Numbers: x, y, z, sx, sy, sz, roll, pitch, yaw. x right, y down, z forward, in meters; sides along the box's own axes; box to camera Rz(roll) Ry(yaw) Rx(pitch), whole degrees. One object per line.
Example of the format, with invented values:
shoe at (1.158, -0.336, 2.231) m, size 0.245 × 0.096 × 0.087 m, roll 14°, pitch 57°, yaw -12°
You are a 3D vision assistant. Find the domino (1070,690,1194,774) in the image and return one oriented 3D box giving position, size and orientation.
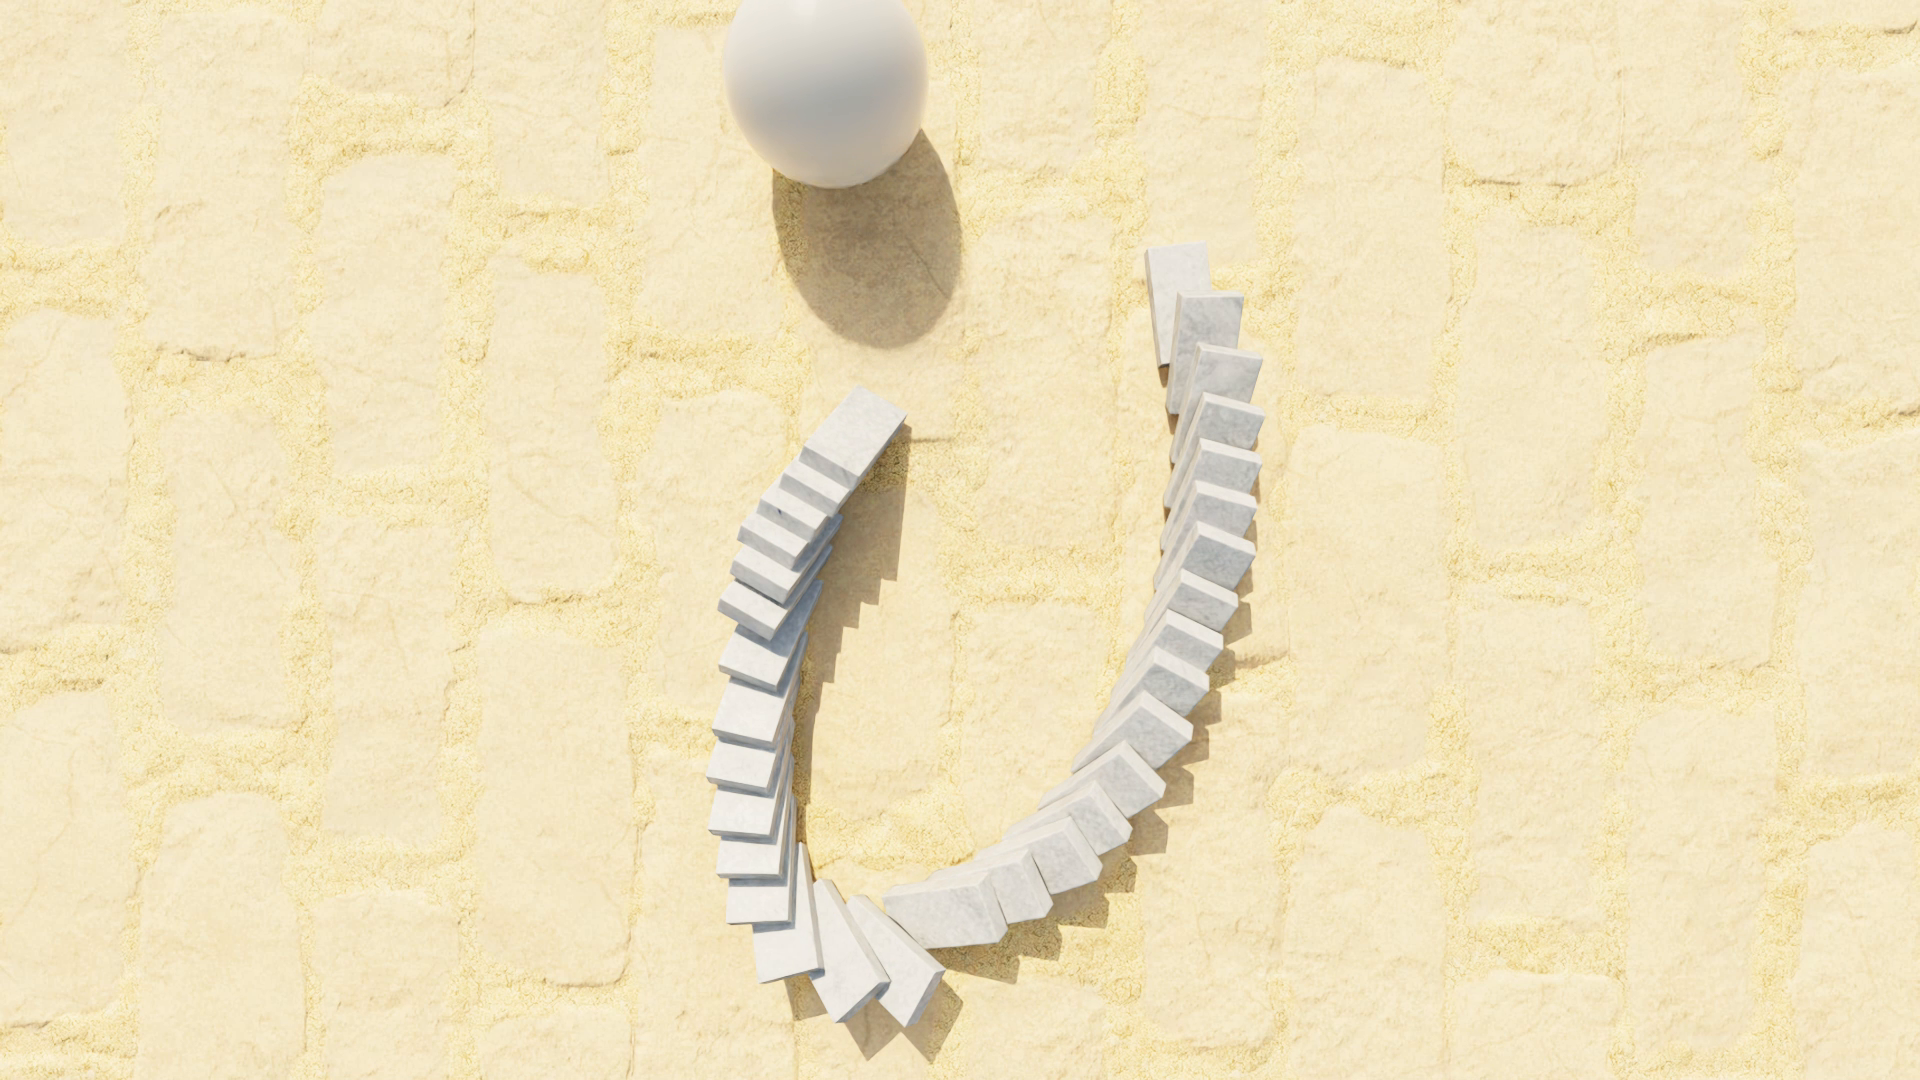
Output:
domino at (0.071, 0.087, 0.382) m, size 0.025 × 0.010 × 0.050 m, roll 35°, pitch 123°, yaw -2°

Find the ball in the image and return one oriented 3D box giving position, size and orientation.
ball at (-0.052, -0.181, 0.360) m, size 0.080 × 0.080 × 0.080 m, roll 0°, pitch 90°, yaw 0°

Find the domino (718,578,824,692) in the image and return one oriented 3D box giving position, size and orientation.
domino at (-0.079, 0.036, 0.384) m, size 0.025 × 0.009 × 0.050 m, roll 21°, pitch 61°, yaw 0°

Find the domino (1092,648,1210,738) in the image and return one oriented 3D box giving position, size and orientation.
domino at (0.079, 0.070, 0.382) m, size 0.025 × 0.009 × 0.050 m, roll 28°, pitch 124°, yaw -2°

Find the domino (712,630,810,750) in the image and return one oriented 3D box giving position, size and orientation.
domino at (-0.082, 0.060, 0.382) m, size 0.025 × 0.009 × 0.050 m, roll 12°, pitch 58°, yaw 2°

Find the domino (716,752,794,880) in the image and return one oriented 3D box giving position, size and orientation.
domino at (-0.085, 0.114, 0.383) m, size 0.025 × 0.010 × 0.050 m, roll 0°, pitch 58°, yaw 0°

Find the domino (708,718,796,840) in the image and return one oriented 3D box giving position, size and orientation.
domino at (-0.086, 0.098, 0.382) m, size 0.025 × 0.009 × 0.050 m, roll 4°, pitch 58°, yaw 3°

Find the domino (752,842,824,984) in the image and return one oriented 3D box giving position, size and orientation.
domino at (-0.074, 0.156, 0.383) m, size 0.025 × 0.009 × 0.050 m, roll -15°, pitch 61°, yaw 1°

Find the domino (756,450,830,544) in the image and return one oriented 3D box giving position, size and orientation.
domino at (-0.060, -0.022, 0.379) m, size 0.025 × 0.050 × 0.010 m, roll 29°, pitch 133°, yaw 0°

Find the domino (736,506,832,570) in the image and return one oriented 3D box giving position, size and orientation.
domino at (-0.068, -0.012, 0.379) m, size 0.025 × 0.050 × 0.010 m, roll 30°, pitch 133°, yaw 0°

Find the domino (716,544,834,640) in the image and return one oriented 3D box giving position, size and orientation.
domino at (-0.076, 0.015, 0.380) m, size 0.025 × 0.010 × 0.050 m, roll 30°, pitch 48°, yaw 0°

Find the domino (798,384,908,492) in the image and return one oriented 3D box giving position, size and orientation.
domino at (-0.043, -0.043, 0.379) m, size 0.025 × 0.050 × 0.010 m, roll 30°, pitch 133°, yaw 0°

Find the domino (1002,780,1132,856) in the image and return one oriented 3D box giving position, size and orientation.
domino at (0.044, 0.123, 0.384) m, size 0.050 × 0.009 × 0.025 m, roll -38°, pitch 90°, yaw 30°

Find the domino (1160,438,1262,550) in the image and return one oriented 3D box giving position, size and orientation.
domino at (0.104, -0.016, 0.383) m, size 0.025 × 0.009 × 0.050 m, roll 15°, pitch 122°, yaw 0°

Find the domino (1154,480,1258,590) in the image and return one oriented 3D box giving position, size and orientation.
domino at (0.101, 0.002, 0.382) m, size 0.025 × 0.009 × 0.050 m, roll 16°, pitch 123°, yaw -1°

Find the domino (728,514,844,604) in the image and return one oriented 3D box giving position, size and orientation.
domino at (-0.071, 0.001, 0.379) m, size 0.025 × 0.050 × 0.009 m, roll 30°, pitch 133°, yaw 0°

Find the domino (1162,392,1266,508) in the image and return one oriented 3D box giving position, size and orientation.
domino at (0.106, -0.034, 0.383) m, size 0.025 × 0.010 × 0.050 m, roll 15°, pitch 120°, yaw 0°

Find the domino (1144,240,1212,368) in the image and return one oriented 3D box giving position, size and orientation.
domino at (0.095, -0.101, 0.395) m, size 0.025 × 0.010 × 0.050 m, roll -7°, pitch 90°, yaw 0°

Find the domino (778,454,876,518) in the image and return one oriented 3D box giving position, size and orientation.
domino at (-0.051, -0.032, 0.379) m, size 0.025 × 0.050 × 0.009 m, roll 30°, pitch 133°, yaw 0°

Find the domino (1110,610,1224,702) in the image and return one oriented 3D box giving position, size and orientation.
domino at (0.085, 0.054, 0.382) m, size 0.025 × 0.009 × 0.050 m, roll 26°, pitch 124°, yaw -1°

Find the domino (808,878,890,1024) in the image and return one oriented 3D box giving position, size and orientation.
domino at (-0.053, 0.170, 0.382) m, size 0.025 × 0.010 × 0.050 m, roll -43°, pitch 57°, yaw 2°

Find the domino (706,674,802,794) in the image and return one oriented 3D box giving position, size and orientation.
domino at (-0.085, 0.078, 0.382) m, size 0.025 × 0.010 × 0.050 m, roll 10°, pitch 58°, yaw 3°

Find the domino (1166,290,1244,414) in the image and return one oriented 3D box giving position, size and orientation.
domino at (0.102, -0.078, 0.384) m, size 0.025 × 0.010 × 0.050 m, roll -1°, pitch 118°, yaw -1°

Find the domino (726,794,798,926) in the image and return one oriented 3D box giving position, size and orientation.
domino at (-0.083, 0.134, 0.384) m, size 0.025 × 0.009 × 0.050 m, roll -3°, pitch 62°, yaw 0°

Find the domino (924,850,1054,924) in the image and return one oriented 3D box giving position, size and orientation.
domino at (0.011, 0.148, 0.384) m, size 0.050 × 0.010 × 0.025 m, roll -24°, pitch 90°, yaw 30°

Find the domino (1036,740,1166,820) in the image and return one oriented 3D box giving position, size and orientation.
domino at (0.059, 0.107, 0.383) m, size 0.025 × 0.010 × 0.050 m, roll 46°, pitch 121°, yaw 0°

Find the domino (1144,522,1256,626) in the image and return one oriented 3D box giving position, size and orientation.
domino at (0.099, 0.019, 0.382) m, size 0.025 × 0.010 × 0.050 m, roll 21°, pitch 122°, yaw -3°

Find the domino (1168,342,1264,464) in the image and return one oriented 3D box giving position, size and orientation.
domino at (0.107, -0.055, 0.384) m, size 0.025 × 0.010 × 0.050 m, roll 9°, pitch 118°, yaw 0°

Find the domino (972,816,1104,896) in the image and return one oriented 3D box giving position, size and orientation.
domino at (0.032, 0.136, 0.383) m, size 0.050 × 0.009 × 0.025 m, roll -32°, pitch 93°, yaw 30°

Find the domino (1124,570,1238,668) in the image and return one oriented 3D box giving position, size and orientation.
domino at (0.092, 0.038, 0.383) m, size 0.025 × 0.009 × 0.050 m, roll 25°, pitch 122°, yaw 0°

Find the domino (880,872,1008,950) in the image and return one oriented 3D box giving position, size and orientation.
domino at (-0.007, 0.156, 0.383) m, size 0.050 × 0.010 × 0.025 m, roll -20°, pitch 90°, yaw 30°

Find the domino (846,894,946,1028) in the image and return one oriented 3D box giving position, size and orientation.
domino at (-0.032, 0.174, 0.382) m, size 0.050 × 0.010 × 0.025 m, roll 29°, pitch 90°, yaw 33°
